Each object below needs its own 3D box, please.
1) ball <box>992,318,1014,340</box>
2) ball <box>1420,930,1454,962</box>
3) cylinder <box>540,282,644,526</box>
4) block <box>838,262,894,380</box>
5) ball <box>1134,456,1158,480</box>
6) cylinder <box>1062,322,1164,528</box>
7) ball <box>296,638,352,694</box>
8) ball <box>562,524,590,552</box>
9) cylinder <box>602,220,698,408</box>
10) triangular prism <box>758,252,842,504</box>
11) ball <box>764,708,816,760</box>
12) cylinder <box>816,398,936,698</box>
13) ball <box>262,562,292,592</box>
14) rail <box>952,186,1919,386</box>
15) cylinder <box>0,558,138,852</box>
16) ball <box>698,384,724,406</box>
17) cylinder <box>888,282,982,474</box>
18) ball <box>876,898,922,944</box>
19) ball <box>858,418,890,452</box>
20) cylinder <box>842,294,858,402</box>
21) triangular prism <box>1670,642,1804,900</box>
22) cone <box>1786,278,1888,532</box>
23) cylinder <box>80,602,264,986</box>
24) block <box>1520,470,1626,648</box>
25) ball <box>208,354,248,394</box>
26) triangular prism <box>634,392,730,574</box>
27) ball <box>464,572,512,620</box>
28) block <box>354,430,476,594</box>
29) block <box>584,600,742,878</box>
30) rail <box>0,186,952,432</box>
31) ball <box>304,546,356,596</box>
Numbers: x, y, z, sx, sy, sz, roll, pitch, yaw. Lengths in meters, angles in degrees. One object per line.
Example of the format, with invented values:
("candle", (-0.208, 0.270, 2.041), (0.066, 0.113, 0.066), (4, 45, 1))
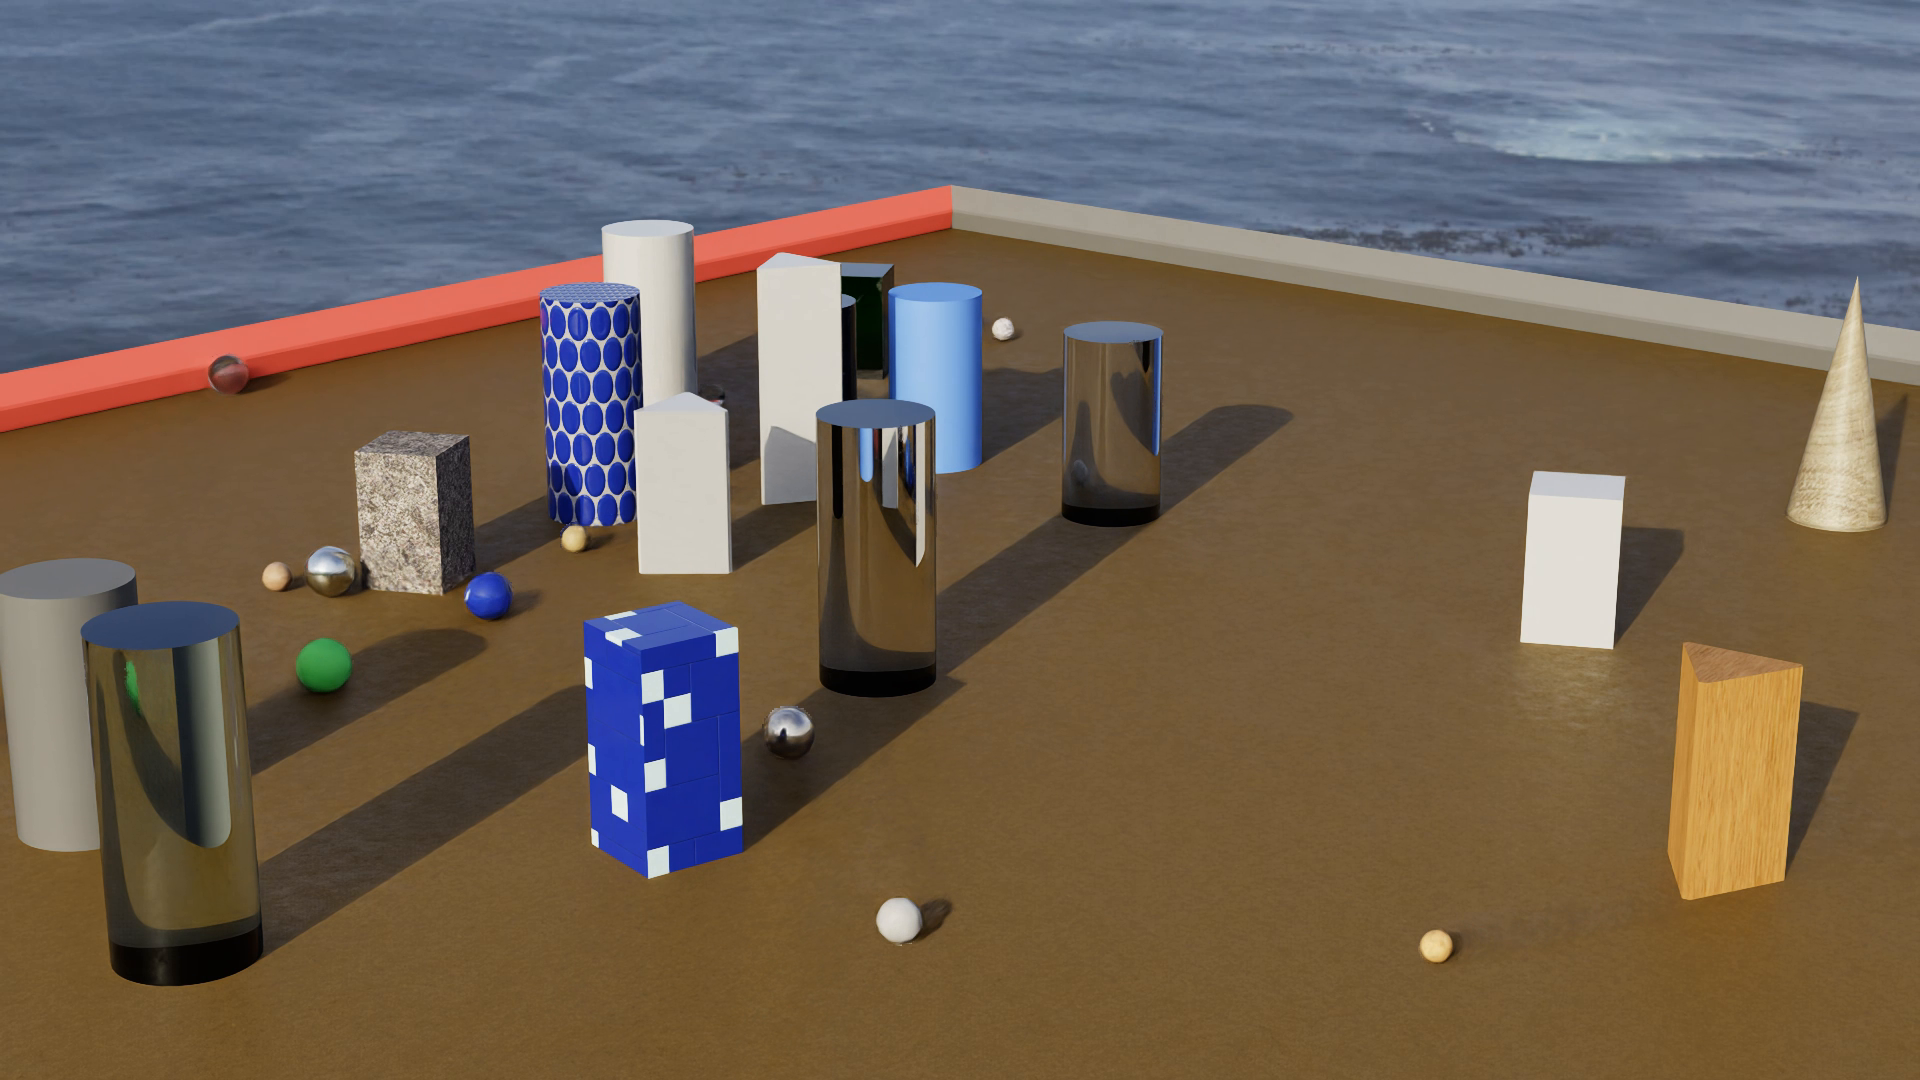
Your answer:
("ball", (0.104, -0.503, 7.009), (0.053, 0.053, 0.053), (0, 17, 0))
("ball", (0.598, 0.510, 3.679), (0.041, 0.041, 0.041), (0, 17, 0))
("cylinder", (-0.693, -0.258, 5.548), (0.188, 0.429, 0.188), (0, 17, 0))
("block", (-0.237, -0.500, 6.682), (0.150, 0.236, 0.150), (3, 17, 9))
("ball", (0.369, -0.144, 5.833), (0.047, 0.047, 0.047), (0, 17, 0))
("cylinder", (0.288, -0.221, 5.554), (0.188, 0.354, 0.188), (0, 17, 0))
("ball", (-1.005, 0.199, 4.630), (0.087, 0.087, 0.087), (0, 17, 0))
("ball", (-0.702, -0.003, 5.357), (0.051, 0.051, 0.051), (0, 17, 0))
("cylinder", (-0.642, -0.429, 6.092), (0.188, 0.442, 0.188), (0, 17, 0))
("triangular prism", (-0.325, -0.316, 5.684), (0.163, 0.462, 0.141), (-5, 18, -17))
("ball", (-0.253, 0.287, 4.355), (0.076, 0.076, 0.076), (0, 17, 0))
("cylinder", (-0.132, 0.012, 4.642), (0.188, 0.437, 0.188), (0, 17, 0))
("ball", (-1.195, 0.065, 5.133), (0.052, 0.052, 0.052), (0, 17, 0))
("rail", (1.656, -0.521, 6.947), (4.497, 0.122, 0.045), (14, 22, 39))
("cylinder", (-1.224, 0.226, 4.060), (0.188, 0.363, 0.188), (0, 17, 0))
("ball", (-0.540, -0.312, 6.373), (0.056, 0.056, 0.056), (0, 17, 0))
("cylinder", (-0.050, -0.328, 5.916), (0.188, 0.351, 0.188), (0, 17, 0))
("ball", (-0.077, 0.484, 3.734), (0.058, 0.058, 0.058), (0, 17, 0))
("ball", (-0.175, -0.216, 6.028), (0.072, 0.072, 0.072), (0, 17, 0))
("cylinder", (-0.303, -0.327, 5.957), (0.188, 0.324, 0.188), (0, 17, 0))
("triangular prism", (1.003, 0.301, 3.918), (0.163, 0.303, 0.141), (-7, 18, -23))
("cone", (1.667, -0.267, 5.510), (0.188, 0.469, 0.188), (0, 17, 0))
("cylinder", (-0.976, 0.313, 3.642), (0.188, 0.438, 0.188), (0, 17, 0))
("block", (1.023, 0.032, 4.891), (0.150, 0.255, 0.150), (4, 17, 13))
("ball", (-1.621, -0.366, 6.493), (0.089, 0.089, 0.089), (0, 17, 0))
("triangular prism", (-0.491, -0.104, 5.266), (0.163, 0.298, 0.141), (0, 17, 0))
("ball", (-0.801, 0.096, 4.980), (0.081, 0.081, 0.081), (0, 17, 0))
("block", (-0.959, -0.050, 5.169), (0.150, 0.250, 0.150), (4, 17, 13))
("block", (-0.403, 0.269, 3.988), (0.150, 0.324, 0.150), (-12, 21, -35))
("rail", (-1.680, -0.391, 6.517), (0.045, 0.122, 5.100), (14, 22, 39))
("ball", (-1.096, 0.055, 5.103), (0.088, 0.088, 0.088), (0, 17, 0))
